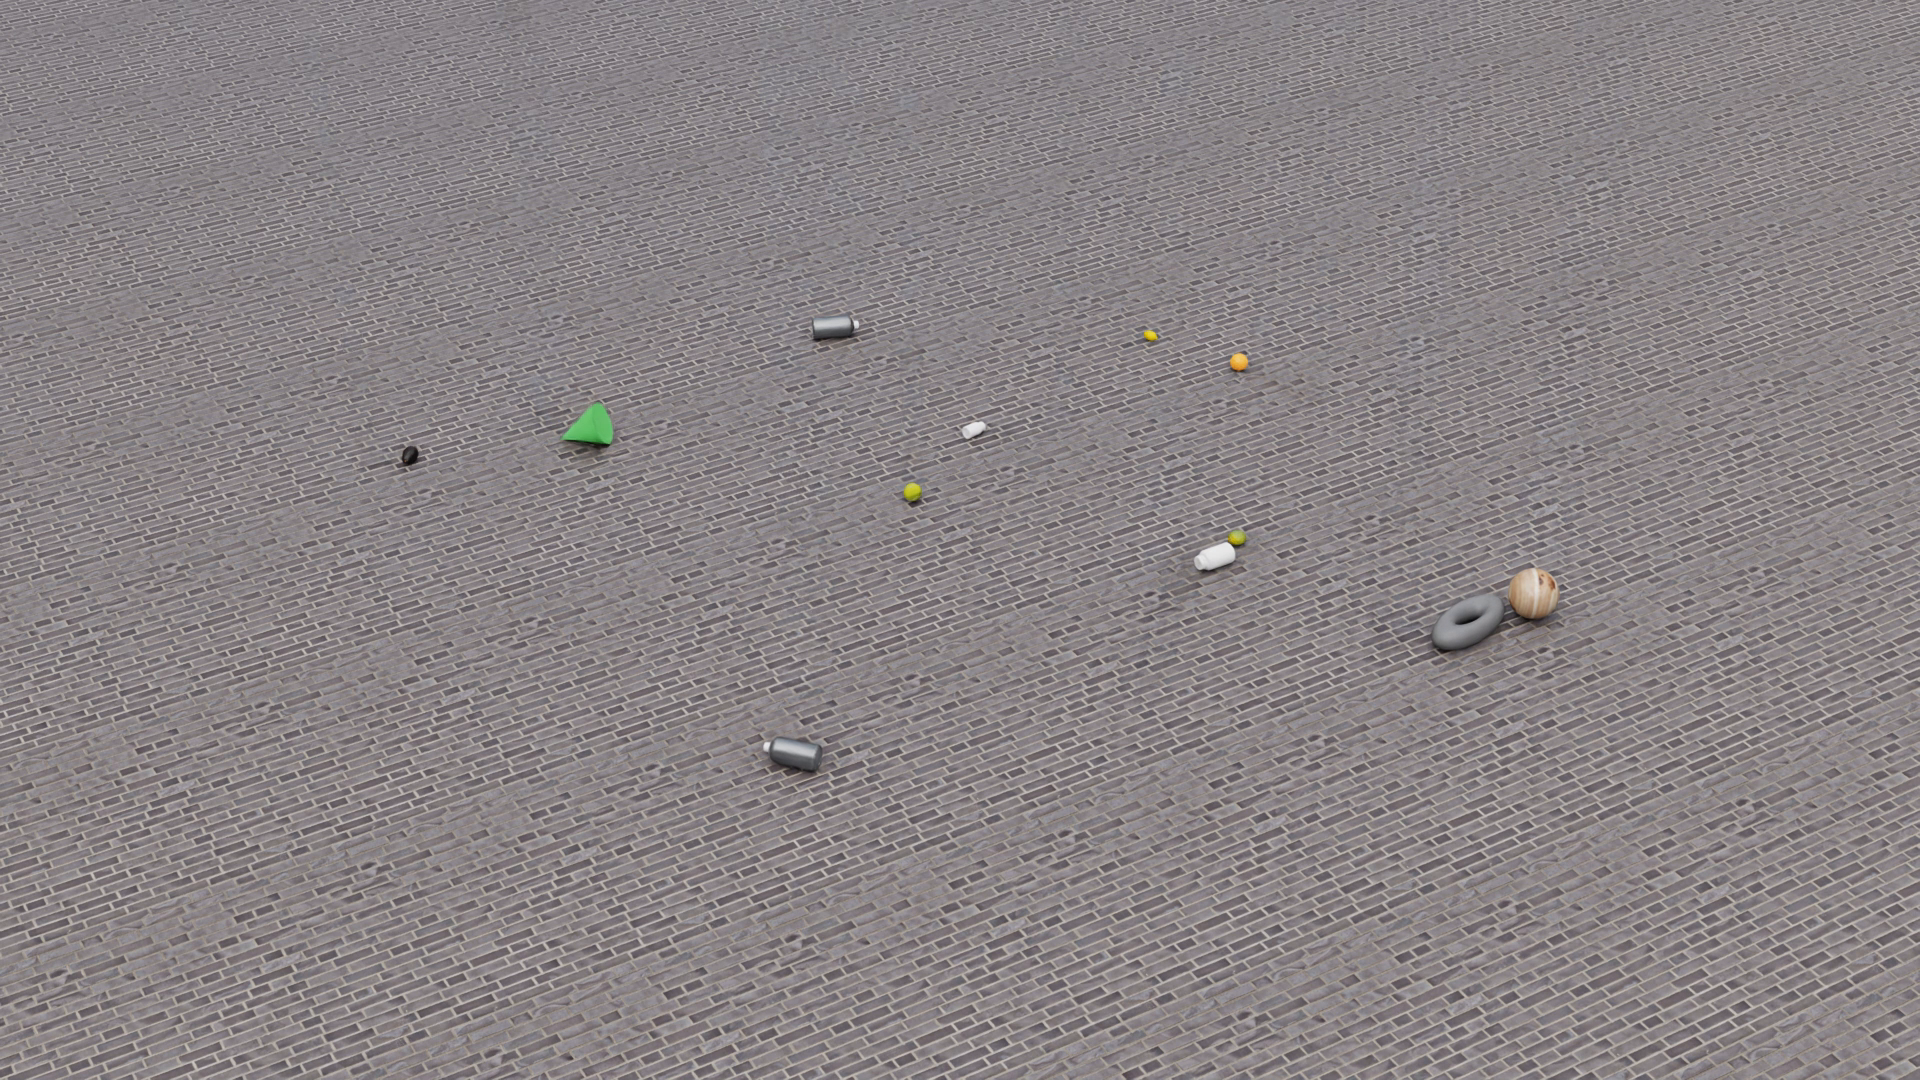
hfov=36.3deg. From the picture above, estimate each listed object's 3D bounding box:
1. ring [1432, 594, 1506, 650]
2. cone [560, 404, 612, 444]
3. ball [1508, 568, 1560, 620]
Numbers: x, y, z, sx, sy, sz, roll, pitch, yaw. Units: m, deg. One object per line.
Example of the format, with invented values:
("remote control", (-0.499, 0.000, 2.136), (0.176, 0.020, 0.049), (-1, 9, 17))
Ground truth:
("ring", (1.808, 0.292, 10.424), (0.171, 0.087, 0.374), (27, 41, 37))
("cone", (-1.487, -0.425, 11.521), (0.188, 0.165, 0.180), (-18, 28, 16))
("ball", (2.051, 0.192, 10.486), (0.184, 0.184, 0.184), (0, 33, 0))
